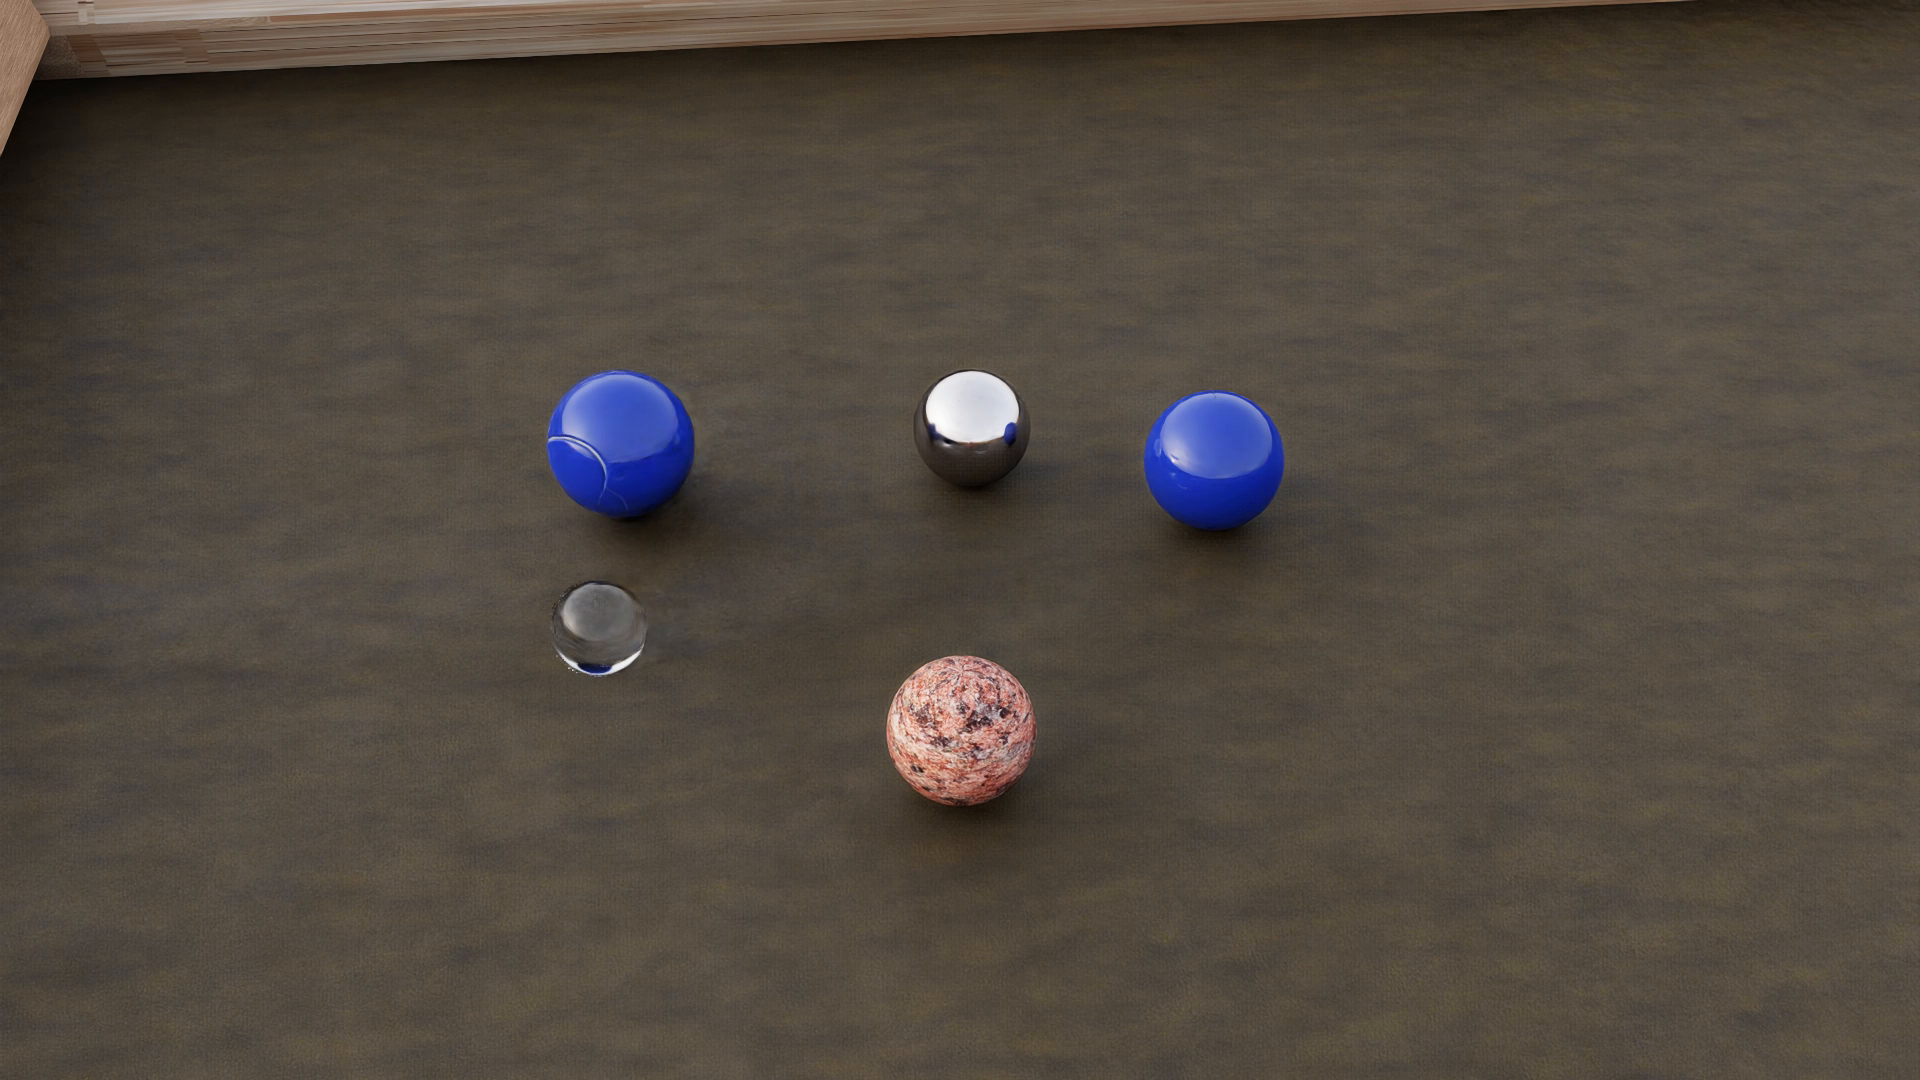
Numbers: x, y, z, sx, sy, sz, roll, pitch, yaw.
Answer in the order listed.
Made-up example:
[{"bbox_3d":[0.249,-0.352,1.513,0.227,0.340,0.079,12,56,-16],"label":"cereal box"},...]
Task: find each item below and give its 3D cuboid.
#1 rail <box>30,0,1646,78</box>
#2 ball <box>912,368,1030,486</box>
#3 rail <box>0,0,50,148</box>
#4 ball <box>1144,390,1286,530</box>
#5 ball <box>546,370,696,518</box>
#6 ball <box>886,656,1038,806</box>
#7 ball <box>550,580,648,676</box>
[{"bbox_3d":[0.652,-0.550,2.374,2.998,0.129,0.045,-4,36,-5],"label":"rail"},{"bbox_3d":[0.008,-0.077,1.761,0.081,0.081,0.081,0,36,0],"label":"ball"},{"bbox_3d":[-0.721,0.026,1.575,0.045,0.129,1.697,-4,36,-5],"label":"rail"},{"bbox_3d":[0.170,-0.053,1.716,0.094,0.094,0.094,0,36,0],"label":"ball"},{"bbox_3d":[-0.228,-0.064,1.728,0.099,0.099,0.099,0,36,0],"label":"ball"},{"bbox_3d":[0.001,0.111,1.494,0.088,0.088,0.088,0,36,0],"label":"ball"},{"bbox_3d":[-0.225,0.054,1.597,0.059,0.059,0.059,0,36,0],"label":"ball"}]
